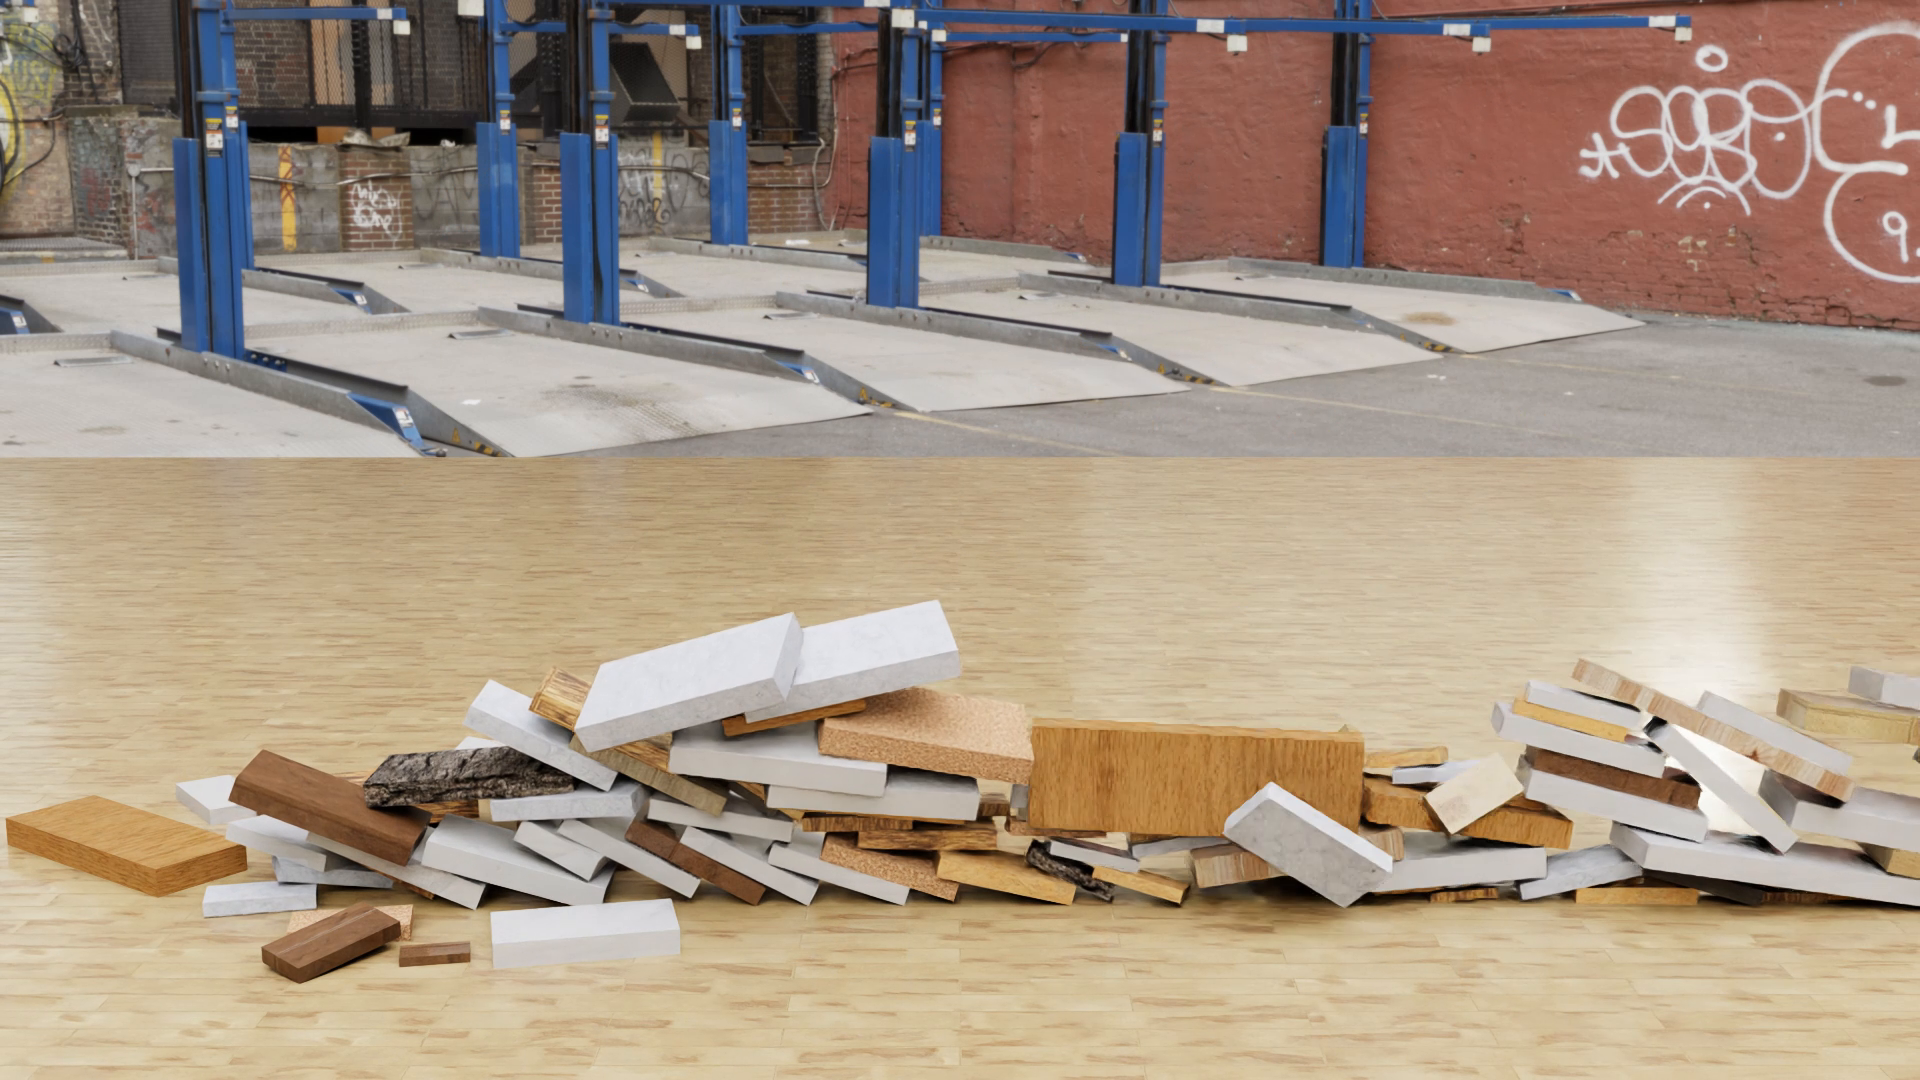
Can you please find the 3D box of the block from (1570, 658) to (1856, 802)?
[{"bbox_3d":[1.244,0.311,3.639,0.468,0.034,0.121,26,6,20],"label":"block"}]

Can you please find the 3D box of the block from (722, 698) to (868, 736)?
[{"bbox_3d":[-0.267,0.249,3.499,0.225,0.032,0.113,-11,27,-4],"label":"block"}]

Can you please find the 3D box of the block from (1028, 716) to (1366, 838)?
[{"bbox_3d":[0.379,0.389,3.559,0.531,0.172,0.049,2,13,4],"label":"block"}]

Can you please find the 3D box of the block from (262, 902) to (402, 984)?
[{"bbox_3d":[-0.963,0.616,3.371,0.093,0.026,0.186,17,25,35],"label":"block"}]

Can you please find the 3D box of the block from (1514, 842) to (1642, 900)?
[{"bbox_3d":[1.020,0.548,3.653,0.198,0.028,0.099,-13,10,4],"label":"block"}]

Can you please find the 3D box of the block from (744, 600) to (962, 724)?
[{"bbox_3d":[-0.183,0.191,3.498,0.344,0.049,0.172,-12,28,-6],"label":"block"}]

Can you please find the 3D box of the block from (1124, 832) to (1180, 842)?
[{"bbox_3d":[0.419,0.459,3.694,0.288,0.038,0.134,-9,0,-1],"label":"block"}]

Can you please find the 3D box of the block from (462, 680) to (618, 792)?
[{"bbox_3d":[-0.671,0.318,3.583,0.257,0.036,0.128,26,14,-5],"label":"block"}]

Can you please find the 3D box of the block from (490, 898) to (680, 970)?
[{"bbox_3d":[-0.586,0.613,3.433,0.284,0.040,0.142,-2,11,-13],"label":"block"}]

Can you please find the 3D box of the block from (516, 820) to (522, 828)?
[{"bbox_3d":[-0.593,0.517,3.928,0.347,0.049,0.174,3,11,18],"label":"block"}]

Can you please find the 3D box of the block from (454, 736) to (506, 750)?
[{"bbox_3d":[-0.745,0.430,3.973,0.348,0.049,0.174,10,11,1],"label":"block"}]

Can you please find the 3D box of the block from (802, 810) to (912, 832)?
[{"bbox_3d":[-0.171,0.454,3.634,0.179,0.024,0.086,-1,13,-6],"label":"block"}]

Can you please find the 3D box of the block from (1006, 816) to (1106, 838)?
[{"bbox_3d":[0.159,0.477,3.662,0.161,0.023,0.081,2,0,-4],"label":"block"}]

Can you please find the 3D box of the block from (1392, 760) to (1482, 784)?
[{"bbox_3d":[0.802,0.387,3.666,0.151,0.021,0.076,-5,2,18],"label":"block"}]

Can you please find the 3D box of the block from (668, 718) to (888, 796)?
[{"bbox_3d":[-0.289,0.325,3.517,0.339,0.048,0.170,7,26,-7],"label":"block"}]

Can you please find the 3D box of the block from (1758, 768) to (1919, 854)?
[{"bbox_3d":[1.509,0.456,3.632,0.327,0.046,0.163,11,14,-1],"label":"block"}]

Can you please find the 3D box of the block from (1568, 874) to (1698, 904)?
[{"bbox_3d":[1.114,0.576,3.665,0.198,0.028,0.099,0,11,1],"label":"block"}]

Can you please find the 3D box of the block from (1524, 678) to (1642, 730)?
[{"bbox_3d":[1.036,0.273,3.659,0.182,0.026,0.091,14,8,10],"label":"block"}]

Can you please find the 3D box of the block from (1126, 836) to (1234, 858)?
[{"bbox_3d":[0.463,0.484,3.666,0.366,0.021,0.076,-9,3,-2],"label":"block"}]

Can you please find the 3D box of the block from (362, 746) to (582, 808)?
[{"bbox_3d":[-0.794,0.386,3.636,0.345,0.040,0.142,-5,14,5],"label":"block"}]

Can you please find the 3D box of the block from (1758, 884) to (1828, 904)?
[{"bbox_3d":[1.374,0.584,3.654,0.115,0.016,0.058,1,11,3],"label":"block"}]

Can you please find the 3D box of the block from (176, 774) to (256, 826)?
[{"bbox_3d":[-1.393,0.488,4.139,0.103,0.029,0.205,-8,13,-35],"label":"block"}]

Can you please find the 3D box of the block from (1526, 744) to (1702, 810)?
[{"bbox_3d":[1.089,0.384,3.673,0.267,0.038,0.134,14,9,6],"label":"block"}]

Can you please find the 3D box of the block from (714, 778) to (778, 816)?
[{"bbox_3d":[-0.367,0.385,3.620,0.172,0.024,0.086,33,14,-5],"label":"block"}]

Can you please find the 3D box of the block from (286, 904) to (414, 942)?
[{"bbox_3d":[-0.964,0.611,3.482,0.186,0.026,0.093,-2,11,-11],"label":"block"}]

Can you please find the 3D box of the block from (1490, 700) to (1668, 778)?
[{"bbox_3d":[1.028,0.331,3.663,0.267,0.038,0.134,14,8,5],"label":"block"}]

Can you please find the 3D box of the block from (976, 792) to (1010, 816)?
[{"bbox_3d":[-0.002,0.445,3.699,0.161,0.023,0.081,1,6,-7],"label":"block"}]

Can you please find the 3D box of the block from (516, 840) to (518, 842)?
[{"bbox_3d":[-0.681,0.507,3.648,0.105,0.015,0.053,25,12,10],"label":"block"}]

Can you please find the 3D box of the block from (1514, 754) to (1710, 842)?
[{"bbox_3d":[1.078,0.427,3.647,0.291,0.041,0.145,14,9,5],"label":"block"}]

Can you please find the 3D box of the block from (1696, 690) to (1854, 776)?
[{"bbox_3d":[1.343,0.317,3.633,0.241,0.034,0.121,25,6,13],"label":"block"}]

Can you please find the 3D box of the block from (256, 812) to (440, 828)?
[{"bbox_3d":[-1.101,0.493,4.058,0.347,0.049,0.174,-1,11,-7],"label":"block"}]

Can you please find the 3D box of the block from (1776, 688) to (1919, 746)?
[{"bbox_3d":[1.534,0.300,3.624,0.322,0.046,0.161,8,5,4],"label":"block"}]

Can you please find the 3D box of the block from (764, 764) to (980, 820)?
[{"bbox_3d":[-0.148,0.377,3.577,0.339,0.048,0.170,5,26,-12],"label":"block"}]

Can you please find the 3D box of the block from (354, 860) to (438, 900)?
[{"bbox_3d":[-0.940,0.539,3.677,0.176,0.025,0.088,25,11,4],"label":"block"}]

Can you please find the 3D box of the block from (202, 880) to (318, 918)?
[{"bbox_3d":[-1.148,0.587,3.613,0.175,0.025,0.088,-3,9,-14],"label":"block"}]

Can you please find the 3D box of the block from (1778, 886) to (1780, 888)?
[{"bbox_3d":[1.312,0.552,3.659,0.115,0.016,0.058,13,9,-9],"label":"block"}]

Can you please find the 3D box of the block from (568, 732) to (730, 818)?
[{"bbox_3d":[-0.500,0.359,3.598,0.266,0.036,0.128,26,14,-5],"label":"block"}]

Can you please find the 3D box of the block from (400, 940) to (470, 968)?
[{"bbox_3d":[-0.807,0.636,3.380,0.105,0.015,0.053,-2,11,-12],"label":"block"}]

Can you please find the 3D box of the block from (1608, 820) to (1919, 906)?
[{"bbox_3d":[1.359,0.532,3.617,0.550,0.041,0.145,9,10,-7],"label":"block"}]

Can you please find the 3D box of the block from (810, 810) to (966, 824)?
[{"bbox_3d":[-0.128,0.404,3.629,0.268,0.038,0.134,6,26,-9],"label":"block"}]

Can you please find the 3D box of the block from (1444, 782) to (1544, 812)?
[{"bbox_3d":[0.890,0.421,3.663,0.151,0.021,0.076,11,2,2],"label":"block"}]

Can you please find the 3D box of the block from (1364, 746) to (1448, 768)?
[{"bbox_3d":[0.741,0.368,3.709,0.151,0.021,0.076,-7,-2,22],"label":"block"}]

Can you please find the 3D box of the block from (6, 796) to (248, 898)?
[{"bbox_3d":[-1.462,0.531,3.849,0.459,0.049,0.174,8,13,36],"label":"block"}]
